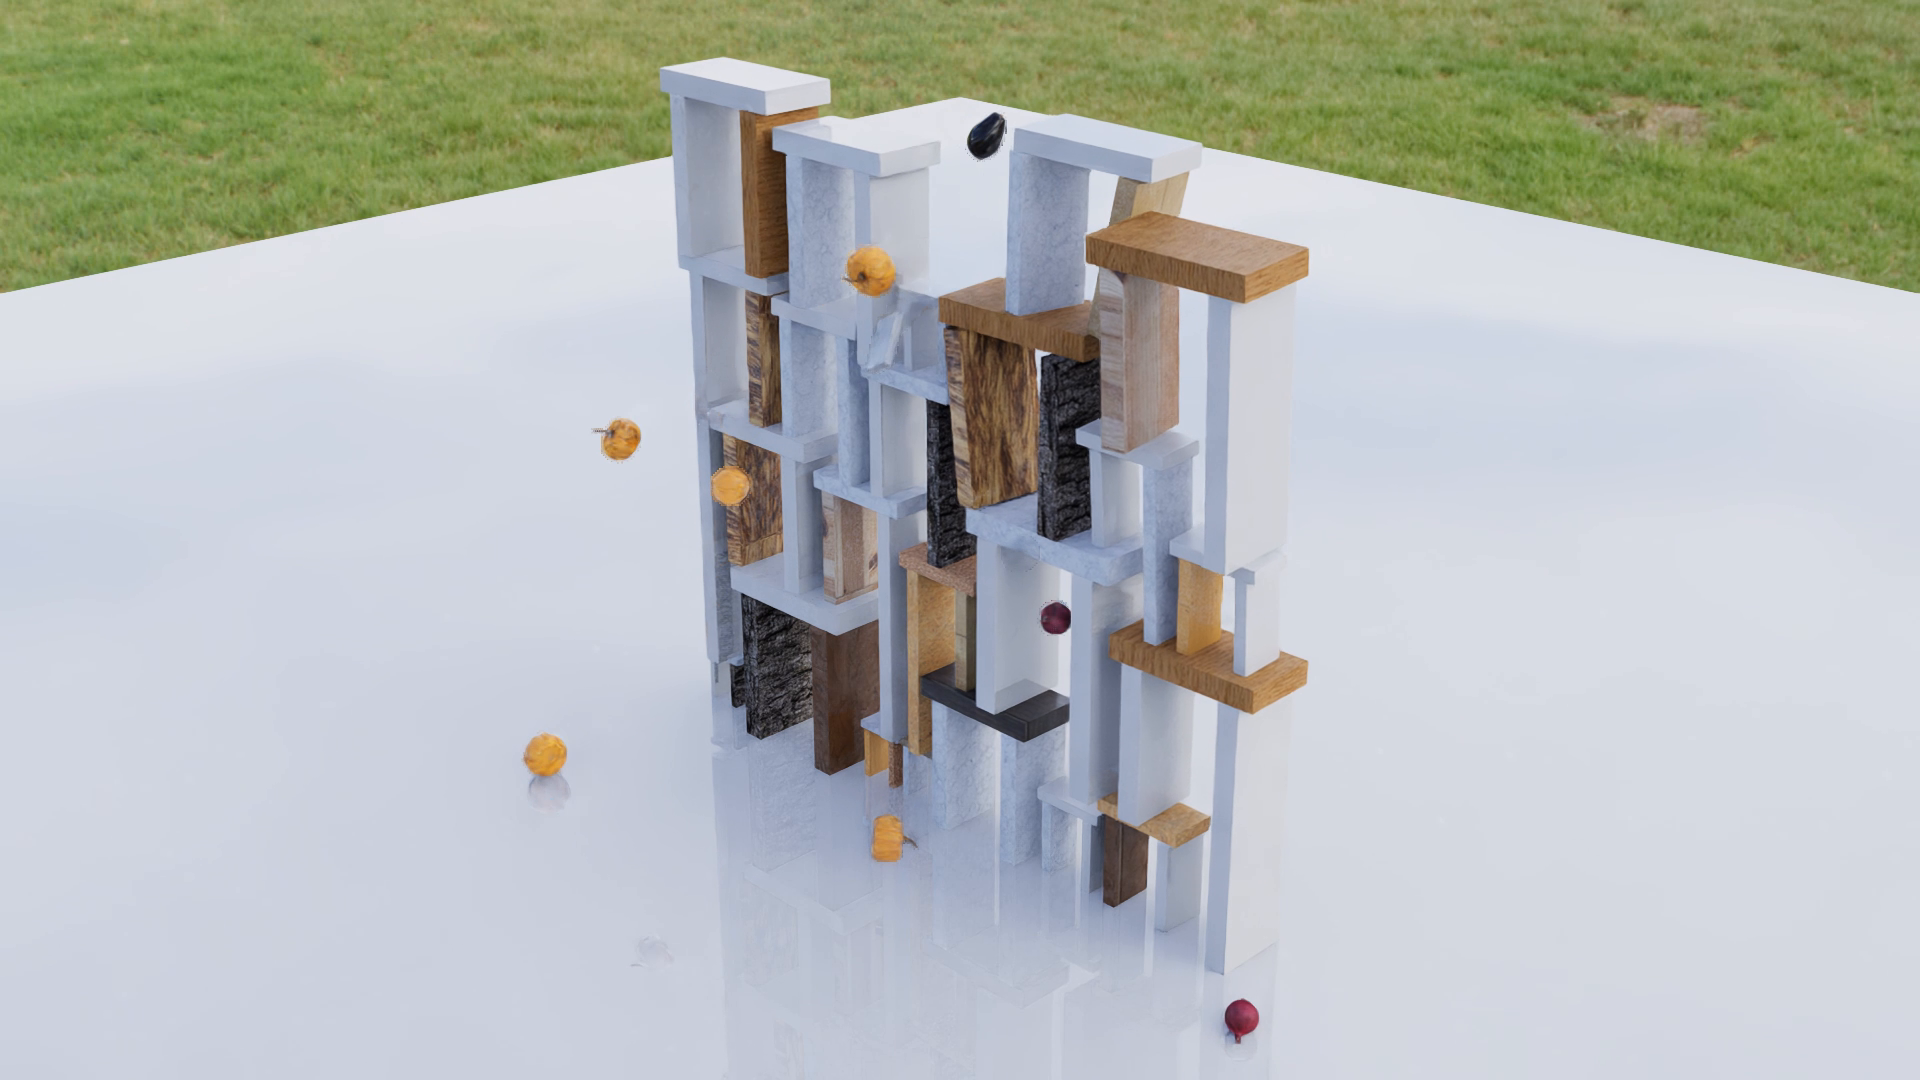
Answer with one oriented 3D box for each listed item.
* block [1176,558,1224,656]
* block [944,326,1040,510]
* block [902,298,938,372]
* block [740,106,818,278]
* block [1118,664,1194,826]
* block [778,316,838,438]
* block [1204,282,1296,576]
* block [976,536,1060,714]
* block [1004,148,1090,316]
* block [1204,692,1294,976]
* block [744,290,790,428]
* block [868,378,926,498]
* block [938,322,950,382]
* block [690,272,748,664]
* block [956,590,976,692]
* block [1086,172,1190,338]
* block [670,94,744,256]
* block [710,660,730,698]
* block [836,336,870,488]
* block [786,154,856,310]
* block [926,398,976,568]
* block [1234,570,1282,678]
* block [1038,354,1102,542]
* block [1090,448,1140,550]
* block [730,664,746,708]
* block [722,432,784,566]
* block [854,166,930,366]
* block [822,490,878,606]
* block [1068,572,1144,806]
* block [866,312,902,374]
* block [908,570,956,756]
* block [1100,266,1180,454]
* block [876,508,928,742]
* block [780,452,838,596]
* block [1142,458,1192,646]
[{"bbox_3d":[0.416,0.101,3.805,0.026,0.182,0.091,21,32,40],"label":"block"},{"bbox_3d":[0.065,-0.240,4.049,0.167,0.334,0.047,-17,21,-32],"label":"block"},{"bbox_3d":[-0.074,-0.392,4.129,0.070,0.140,0.020,-21,30,-40],"label":"block"},{"bbox_3d":[-0.349,-0.688,4.299,0.046,0.324,0.162,21,31,40],"label":"block"},{"bbox_3d":[0.356,0.345,3.980,0.045,0.315,0.157,20,30,39],"label":"block"},{"bbox_3d":[-0.301,-0.339,4.403,0.123,0.246,0.035,-21,31,-40],"label":"block"},{"bbox_3d":[0.470,-0.191,3.572,0.163,0.483,0.046,-25,35,-38],"label":"block"},{"bbox_3d":[0.111,0.138,4.164,0.175,0.351,0.050,-21,31,-40],"label":"block"},{"bbox_3d":[0.153,-0.546,3.848,0.144,0.288,0.041,-14,28,-30],"label":"block"},{"bbox_3d":[0.511,0.504,3.889,0.045,0.535,0.158,21,31,40],"label":"block"},{"bbox_3d":[-0.363,-0.382,4.457,0.141,0.283,0.040,-21,31,-40],"label":"block"},{"bbox_3d":[-0.120,-0.211,4.269,0.118,0.236,0.033,-21,31,-40],"label":"block"},{"bbox_3d":[-0.009,-0.367,4.069,0.070,0.139,0.020,-21,30,-40],"label":"block"},{"bbox_3d":[-0.492,-0.159,4.698,0.040,0.881,0.141,20,30,39],"label":"block"},{"bbox_3d":[0.039,0.180,4.250,0.104,0.208,0.029,-21,31,-40],"label":"block"},{"bbox_3d":[0.302,-0.490,3.739,0.041,0.288,0.144,32,37,31],"label":"block"},{"bbox_3d":[-0.499,-0.749,4.442,0.162,0.324,0.046,-21,31,-40],"label":"block"},{"bbox_3d":[-0.533,0.295,4.928,0.015,0.106,0.053,22,32,40],"label":"block"},{"bbox_3d":[-0.183,-0.266,4.308,0.123,0.306,0.035,-21,31,-40],"label":"block"},{"bbox_3d":[-0.263,-0.611,4.253,0.043,0.301,0.151,20,30,38],"label":"block"},{"bbox_3d":[-0.009,-0.121,4.185,0.118,0.336,0.033,-21,31,-40],"label":"block"},{"bbox_3d":[0.504,0.133,3.724,0.091,0.182,0.026,-25,34,-37],"label":"block"},{"bbox_3d":[0.216,-0.179,3.907,0.167,0.334,0.047,-20,31,-39],"label":"block"},{"bbox_3d":[0.273,-0.091,3.873,0.028,0.194,0.097,21,34,41],"label":"block"},{"bbox_3d":[-0.484,0.315,4.883,0.015,0.106,0.053,21,31,41],"label":"block"},{"bbox_3d":[-0.425,-0.105,4.654,0.148,0.296,0.042,-21,31,-40],"label":"block"},{"bbox_3d":[-0.126,-0.521,4.135,0.151,0.373,0.043,-21,31,-40],"label":"block"},{"bbox_3d":[-0.222,0.000,4.474,0.034,0.243,0.121,21,31,40],"label":"block"},{"bbox_3d":[0.280,0.250,4.032,0.175,0.452,0.050,-21,30,-40],"label":"block"},{"bbox_3d":[-0.136,-0.358,3.982,0.015,0.106,0.053,29,-29,-32],"label":"block"},{"bbox_3d":[-0.056,0.231,4.378,0.029,0.402,0.104,21,31,40],"label":"block"},{"bbox_3d":[0.303,-0.325,3.688,0.046,0.327,0.163,18,32,36],"label":"block"},{"bbox_3d":[-0.107,0.161,4.420,0.121,0.498,0.034,-21,31,-40],"label":"block"},{"bbox_3d":[-0.296,-0.049,4.521,0.042,0.296,0.148,20,30,38],"label":"block"},{"bbox_3d":[0.360,0.014,3.808,0.097,0.336,0.028,-25,33,-38],"label":"block"}]
